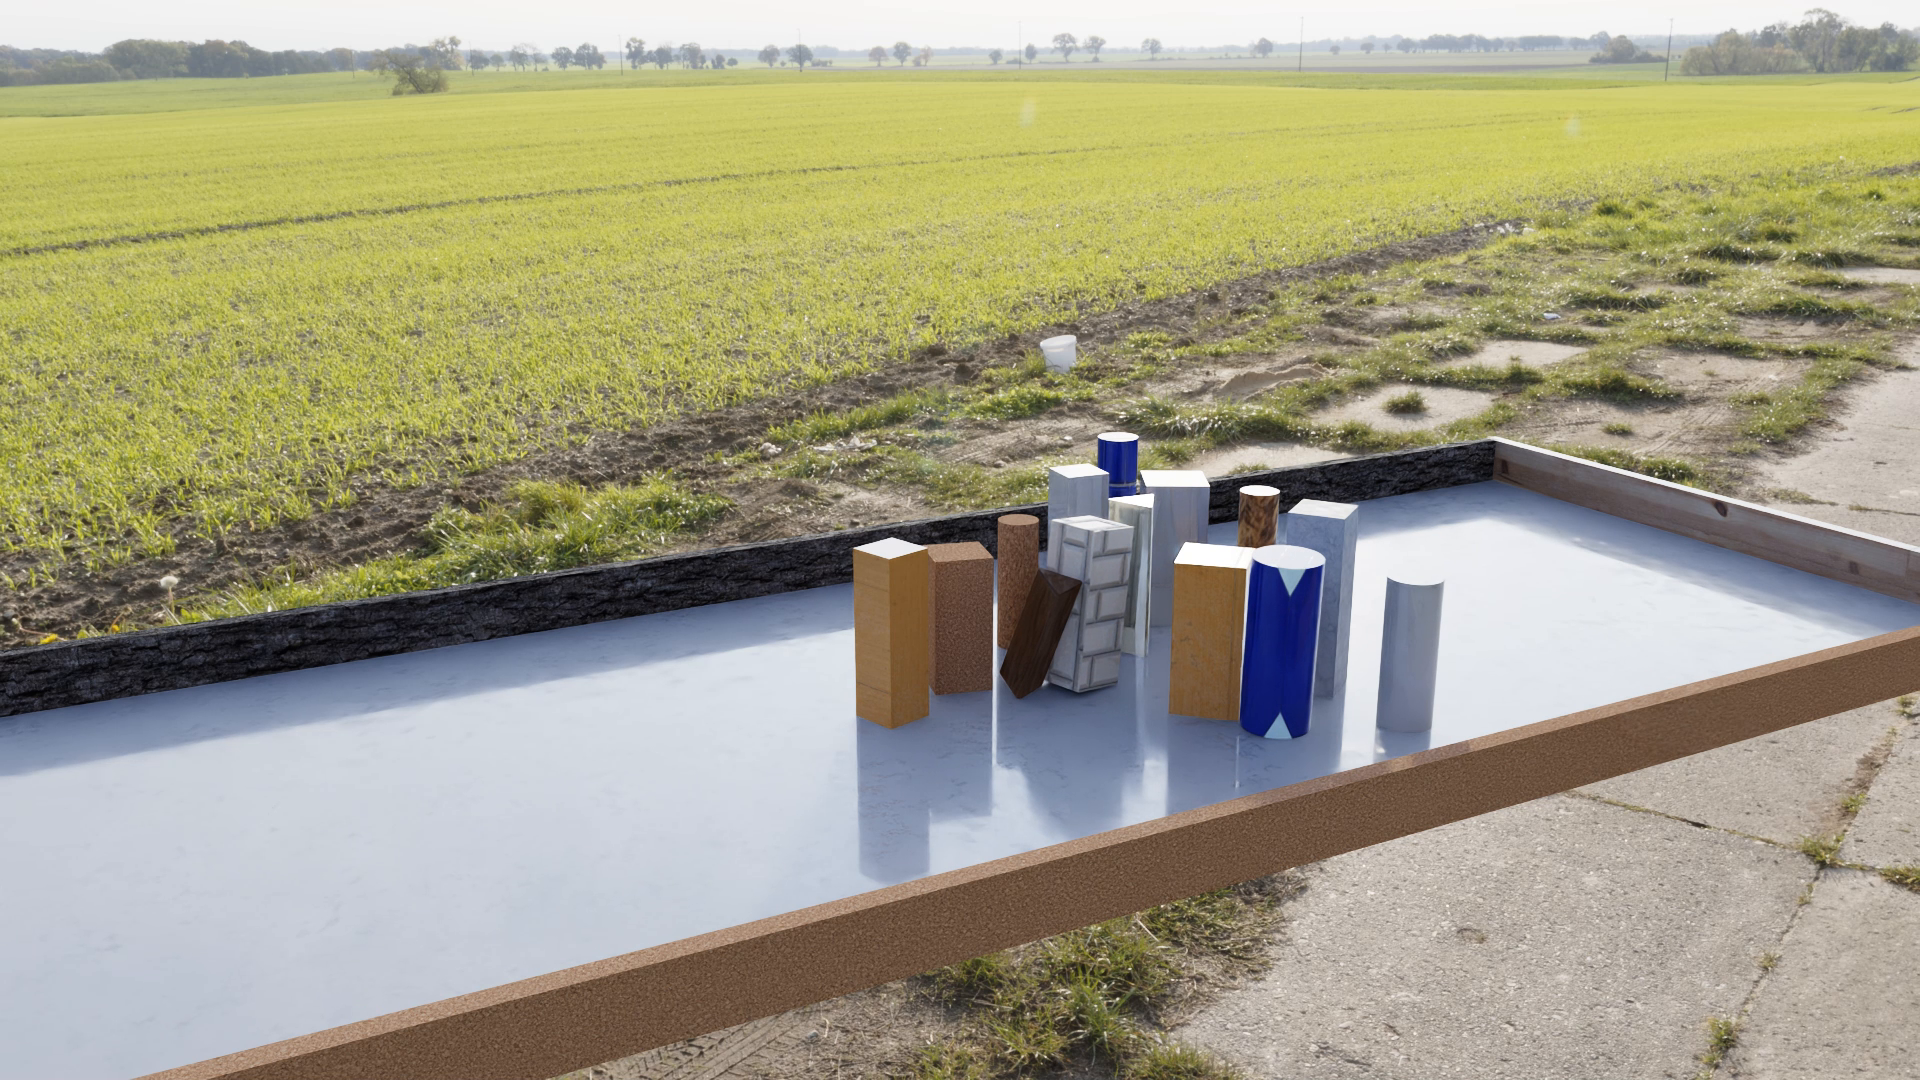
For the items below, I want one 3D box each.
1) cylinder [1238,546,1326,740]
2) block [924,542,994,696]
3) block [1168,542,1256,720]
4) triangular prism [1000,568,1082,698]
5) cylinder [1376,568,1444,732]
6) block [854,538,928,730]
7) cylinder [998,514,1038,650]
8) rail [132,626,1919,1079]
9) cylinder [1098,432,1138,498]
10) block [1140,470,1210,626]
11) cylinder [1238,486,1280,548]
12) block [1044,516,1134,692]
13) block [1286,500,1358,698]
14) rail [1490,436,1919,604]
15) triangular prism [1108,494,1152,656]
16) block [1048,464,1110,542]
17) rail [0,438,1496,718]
[{"bbox_3d":[0.741,0.235,3.805,0.165,0.416,0.165,1,19,0],"label":"cylinder"},{"bbox_3d":[-0.007,0.193,4.093,0.146,0.342,0.146,-4,17,-13],"label":"block"},{"bbox_3d":[0.602,0.217,3.944,0.167,0.378,0.167,5,17,16],"label":"block"},{"bbox_3d":[0.182,0.221,4.021,0.095,0.312,0.110,32,30,24],"label":"triangular prism"},{"bbox_3d":[1.047,0.257,3.841,0.130,0.361,0.130,0,16,0],"label":"cylinder"},{"bbox_3d":[-0.161,0.218,3.874,0.123,0.416,0.123,16,22,42],"label":"block"},{"bbox_3d":[0.153,0.112,4.361,0.108,0.345,0.108,0,16,0],"label":"cylinder"},{"bbox_3d":[-2.336,1.006,1.665,12.000,0.150,0.050,-9,18,-27],"label":"rail"},{"bbox_3d":[0.455,-0.078,4.811,0.116,0.456,0.116,0,16,0],"label":"cylinder"},{"bbox_3d":[0.587,0.023,4.571,0.171,0.399,0.171,0,16,1],"label":"block"},{"bbox_3d":[0.773,0.081,4.312,0.101,0.433,0.101,0,16,0],"label":"cylinder"},{"bbox_3d":[0.309,0.156,4.087,0.144,0.403,0.144,-7,16,-44],"label":"block"},{"bbox_3d":[0.882,0.143,4.063,0.138,0.455,0.138,8,18,25],"label":"block"},{"bbox_3d":[2.466,-0.048,5.253,0.050,0.150,2.100,-9,18,-27],"label":"rail"},{"bbox_3d":[0.470,0.088,4.335,0.128,0.407,0.111,13,21,37],"label":"triangular prism"},{"bbox_3d":[0.327,0.008,4.592,0.123,0.415,0.123,-7,18,-22],"label":"block"},{"bbox_3d":[-3.305,0.497,3.399,12.000,0.150,0.050,-9,18,-27],"label":"rail"}]
